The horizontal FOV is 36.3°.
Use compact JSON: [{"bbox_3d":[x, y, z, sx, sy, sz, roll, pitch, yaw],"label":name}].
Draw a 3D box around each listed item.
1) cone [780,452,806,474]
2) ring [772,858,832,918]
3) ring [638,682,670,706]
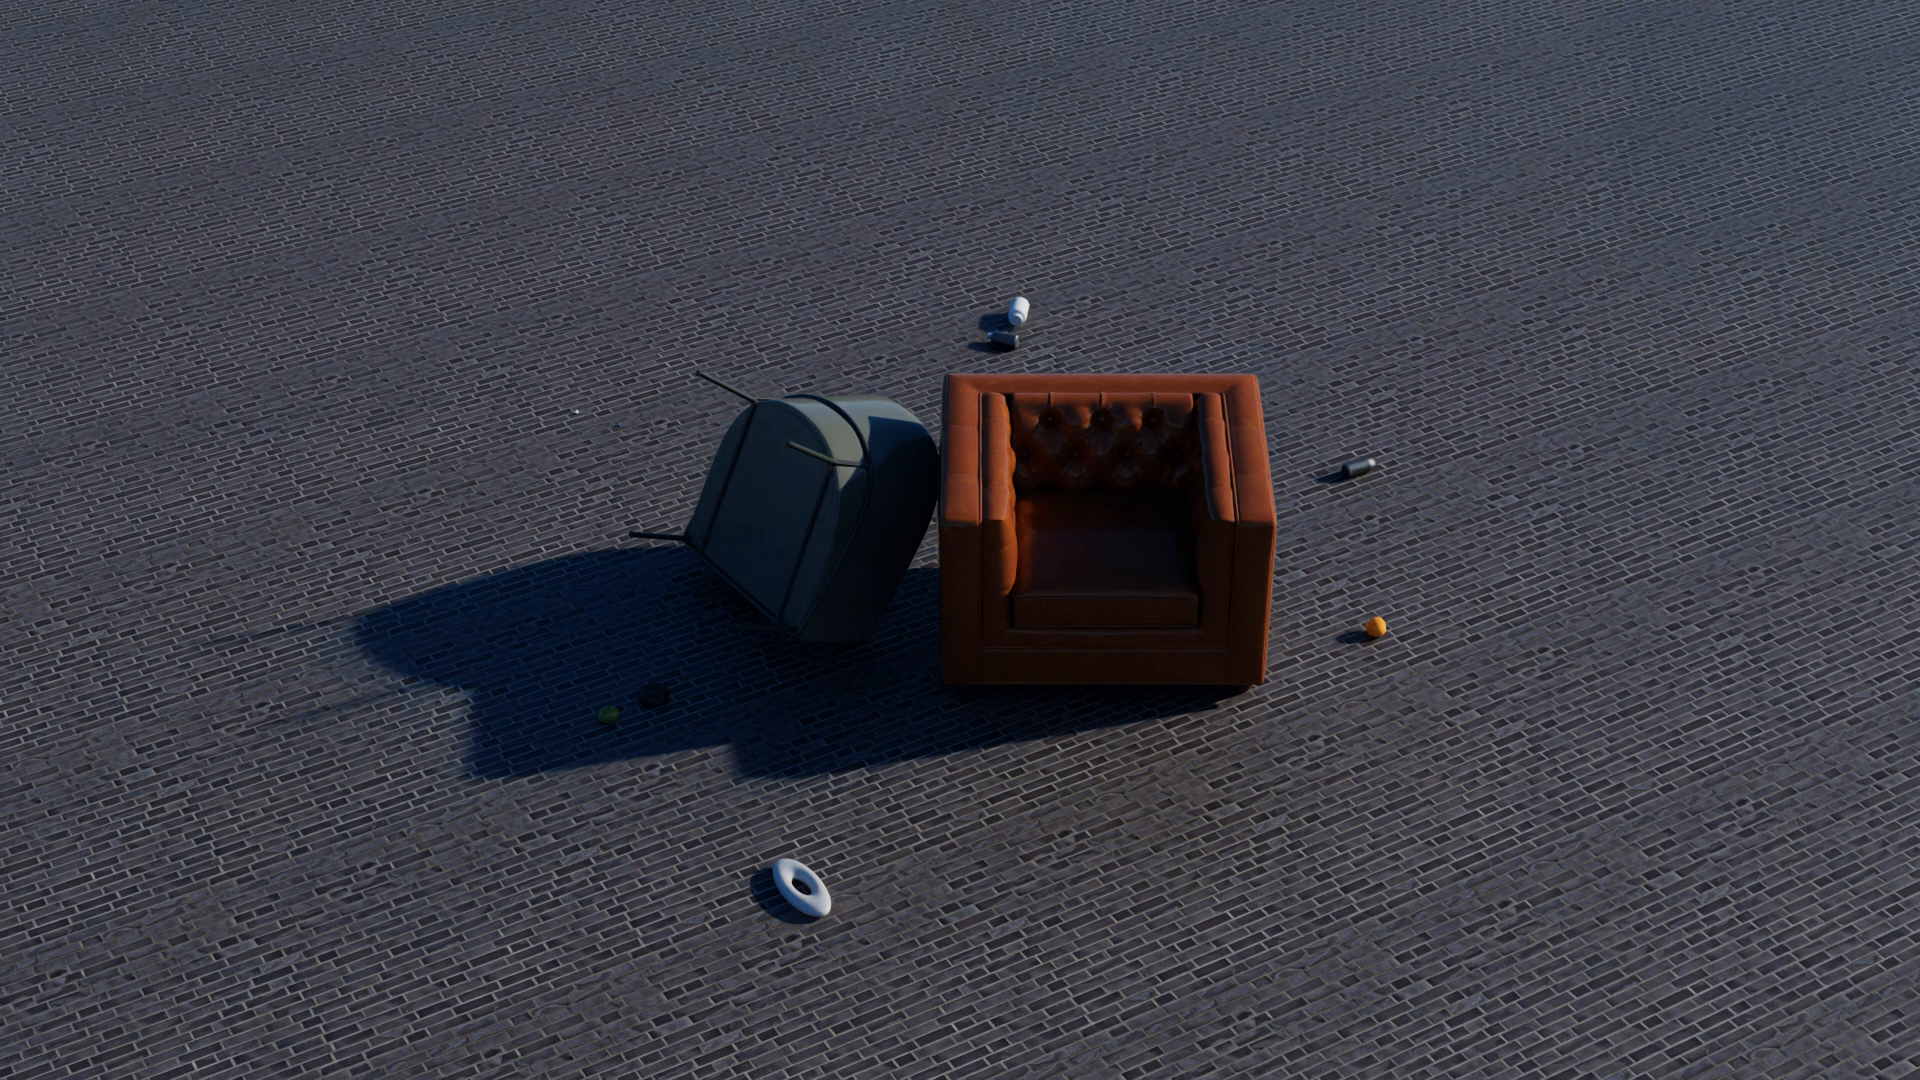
[{"bbox_3d":[-0.669,-0.286,11.349,0.122,0.070,0.077,23,64,28],"label":"cone"},{"bbox_3d":[-0.499,1.095,9.240,0.133,0.047,0.309,-19,37,-24],"label":"ring"},{"bbox_3d":[-1.056,0.533,10.101,0.110,0.038,0.113,-13,37,-17],"label":"ring"}]
